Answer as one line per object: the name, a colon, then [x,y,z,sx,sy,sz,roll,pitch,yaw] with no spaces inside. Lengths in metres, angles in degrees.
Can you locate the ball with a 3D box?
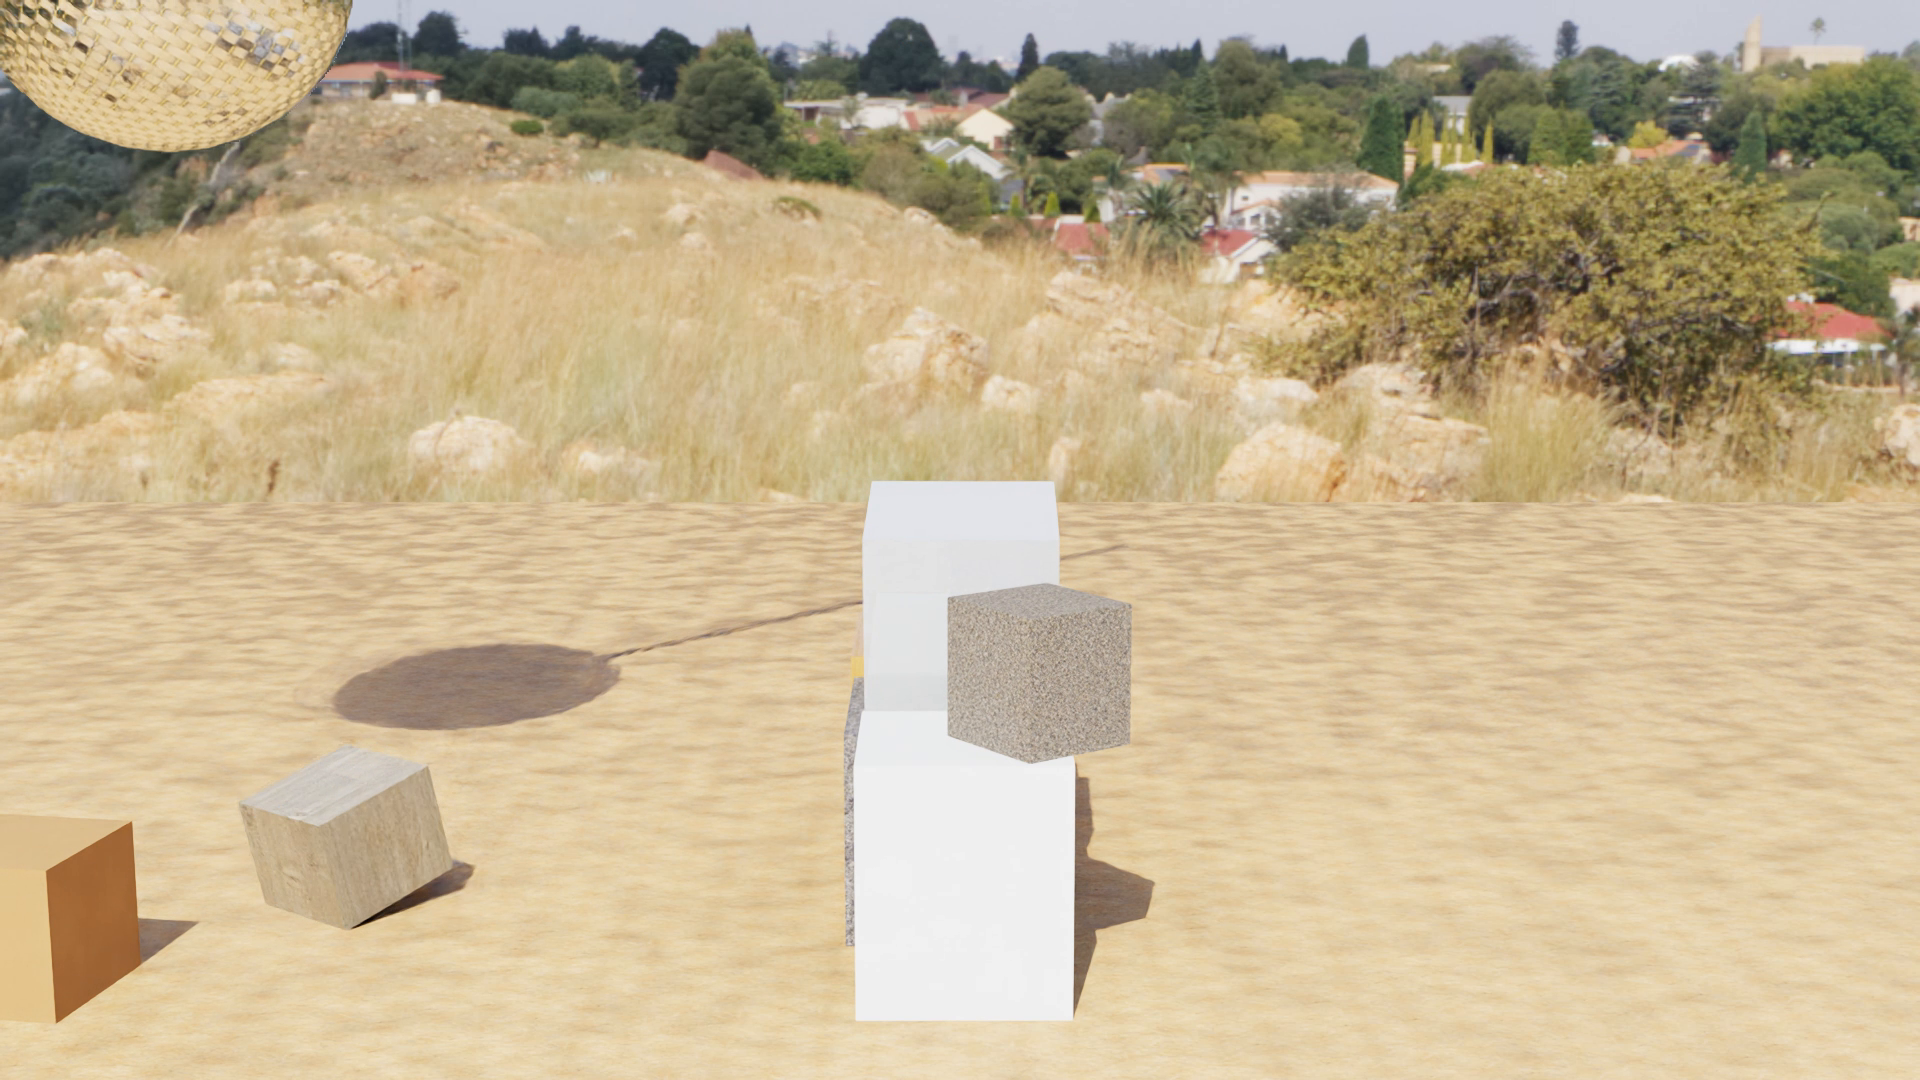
ball: [-3.347,-2.433,10.738,1.600,1.600,1.600,0,10,0]

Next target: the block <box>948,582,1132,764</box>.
block: [0.300,0.498,9.779,0.484,0.545,0.518,-7,13,-36]

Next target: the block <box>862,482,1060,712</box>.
block: [0.009,0.245,10.811,0.790,0.778,0.876,0,17,1]

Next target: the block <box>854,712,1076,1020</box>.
block: [0.016,1.245,9.953,0.816,0.988,0.823,0,10,0]

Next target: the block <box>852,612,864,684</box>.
block: [-0.006,0.909,11.828,0.945,0.979,0.948,0,10,0]

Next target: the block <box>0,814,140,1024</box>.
block: [-3.650,1.450,9.924,0.658,0.597,0.657,2,10,10]

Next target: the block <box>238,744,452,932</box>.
block: [-2.614,1.259,10.933,0.555,0.490,0.586,8,26,38]

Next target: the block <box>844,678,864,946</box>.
block: [-0.004,1.130,10.868,0.925,0.888,0.999,0,10,0]
